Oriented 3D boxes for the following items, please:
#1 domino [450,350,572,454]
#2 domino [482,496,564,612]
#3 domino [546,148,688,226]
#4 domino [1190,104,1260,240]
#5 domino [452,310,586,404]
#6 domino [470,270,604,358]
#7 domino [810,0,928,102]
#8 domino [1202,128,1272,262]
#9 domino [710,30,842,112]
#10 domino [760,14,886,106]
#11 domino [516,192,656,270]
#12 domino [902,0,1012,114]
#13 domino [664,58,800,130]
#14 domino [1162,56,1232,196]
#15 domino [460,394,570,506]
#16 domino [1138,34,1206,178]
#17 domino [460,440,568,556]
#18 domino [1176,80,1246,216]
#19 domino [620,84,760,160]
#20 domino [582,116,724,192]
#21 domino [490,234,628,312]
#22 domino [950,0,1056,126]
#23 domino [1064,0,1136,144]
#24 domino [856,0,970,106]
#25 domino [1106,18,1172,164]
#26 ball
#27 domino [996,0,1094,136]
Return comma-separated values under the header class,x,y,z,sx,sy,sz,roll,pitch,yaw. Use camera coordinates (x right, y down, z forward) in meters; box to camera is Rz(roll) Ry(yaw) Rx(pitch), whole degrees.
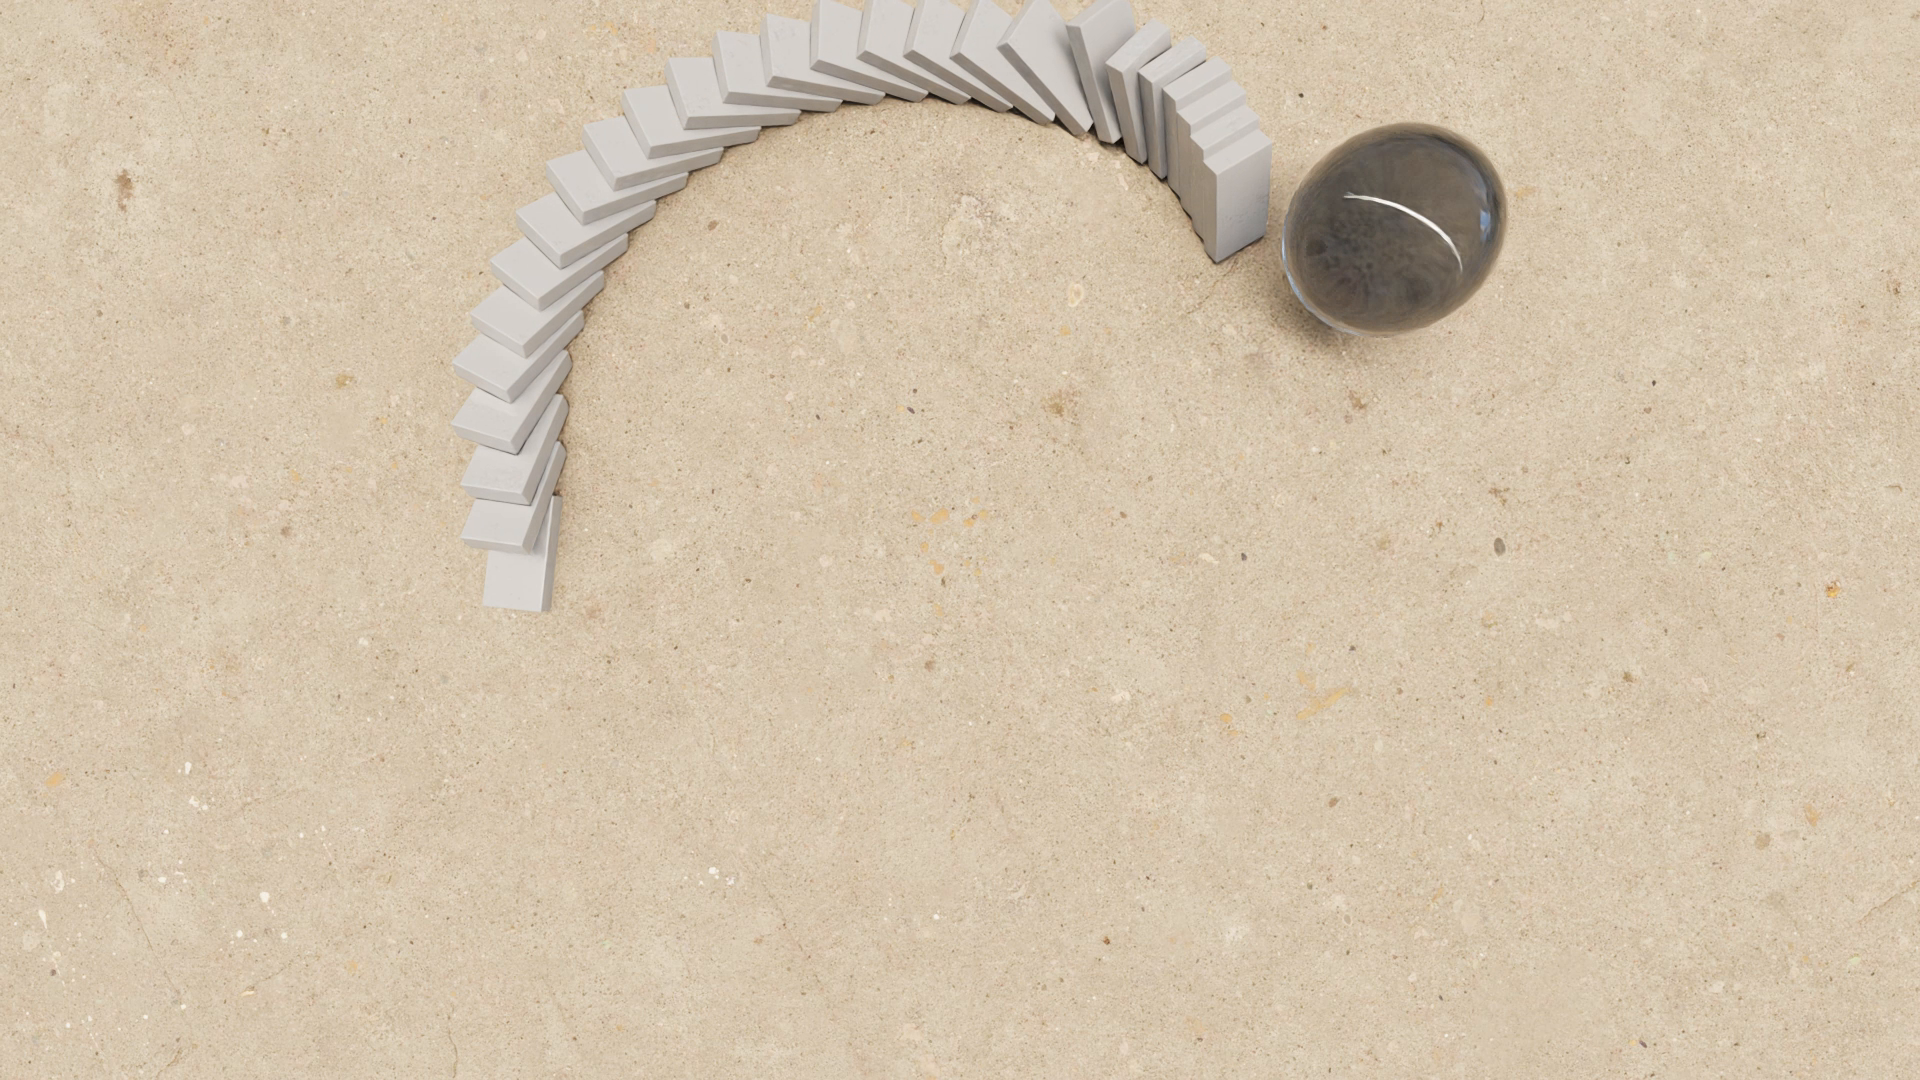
class,x,y,z,sx,sy,sz,roll,pitch,yaw
domino,-0.186,-0.061,0.383,0.025,0.010,0.050,17,59,0
domino,-0.188,0.004,0.395,0.025,0.010,0.050,6,90,0
domino,-0.143,-0.153,0.383,0.050,0.009,0.025,-37,90,-31
domino,0.108,-0.149,0.376,0.025,0.050,0.010,-30,61,0
domino,-0.184,-0.083,0.383,0.025,0.009,0.050,28,60,0
domino,-0.176,-0.101,0.383,0.025,0.009,0.050,32,60,0
domino,-0.037,-0.204,0.383,0.050,0.009,0.025,2,90,-31
domino,0.113,-0.140,0.376,0.025,0.050,0.010,-30,61,0
domino,-0.076,-0.195,0.383,0.050,0.009,0.025,-11,90,-31
domino,-0.057,-0.200,0.383,0.050,0.010,0.025,-6,90,-31
domino,-0.155,-0.136,0.383,0.025,0.009,0.050,44,59,0
domino,0.003,-0.203,0.383,0.050,0.009,0.025,15,90,-31
domino,-0.095,-0.187,0.383,0.050,0.010,0.025,-19,90,-31
domino,0.097,-0.168,0.376,0.025,0.050,0.010,-30,61,0
domino,-0.185,-0.040,0.384,0.025,0.010,0.050,8,61,0
domino,0.088,-0.176,0.376,0.025,0.050,0.010,-34,61,0
domino,-0.186,-0.020,0.385,0.025,0.010,0.050,8,64,0
domino,0.103,-0.159,0.376,0.025,0.050,0.009,-30,61,0
domino,-0.112,-0.177,0.383,0.050,0.009,0.025,-26,90,-31
domino,-0.128,-0.165,0.383,0.050,0.010,0.025,-32,90,-31
domino,-0.167,-0.120,0.383,0.025,0.009,0.050,39,60,0
domino,0.022,-0.200,0.383,0.050,0.009,0.025,21,90,-31
domino,0.063,-0.194,0.377,0.025,0.050,0.009,-40,45,-8
domino,-0.017,-0.205,0.383,0.050,0.010,0.025,9,90,-31
domino,0.077,-0.183,0.376,0.025,0.050,0.009,-44,62,0
ball,0.169,-0.120,0.360,0.080,0.080,0.080,0,90,0
domino,0.041,-0.198,0.382,0.050,0.009,0.025,35,85,-31
